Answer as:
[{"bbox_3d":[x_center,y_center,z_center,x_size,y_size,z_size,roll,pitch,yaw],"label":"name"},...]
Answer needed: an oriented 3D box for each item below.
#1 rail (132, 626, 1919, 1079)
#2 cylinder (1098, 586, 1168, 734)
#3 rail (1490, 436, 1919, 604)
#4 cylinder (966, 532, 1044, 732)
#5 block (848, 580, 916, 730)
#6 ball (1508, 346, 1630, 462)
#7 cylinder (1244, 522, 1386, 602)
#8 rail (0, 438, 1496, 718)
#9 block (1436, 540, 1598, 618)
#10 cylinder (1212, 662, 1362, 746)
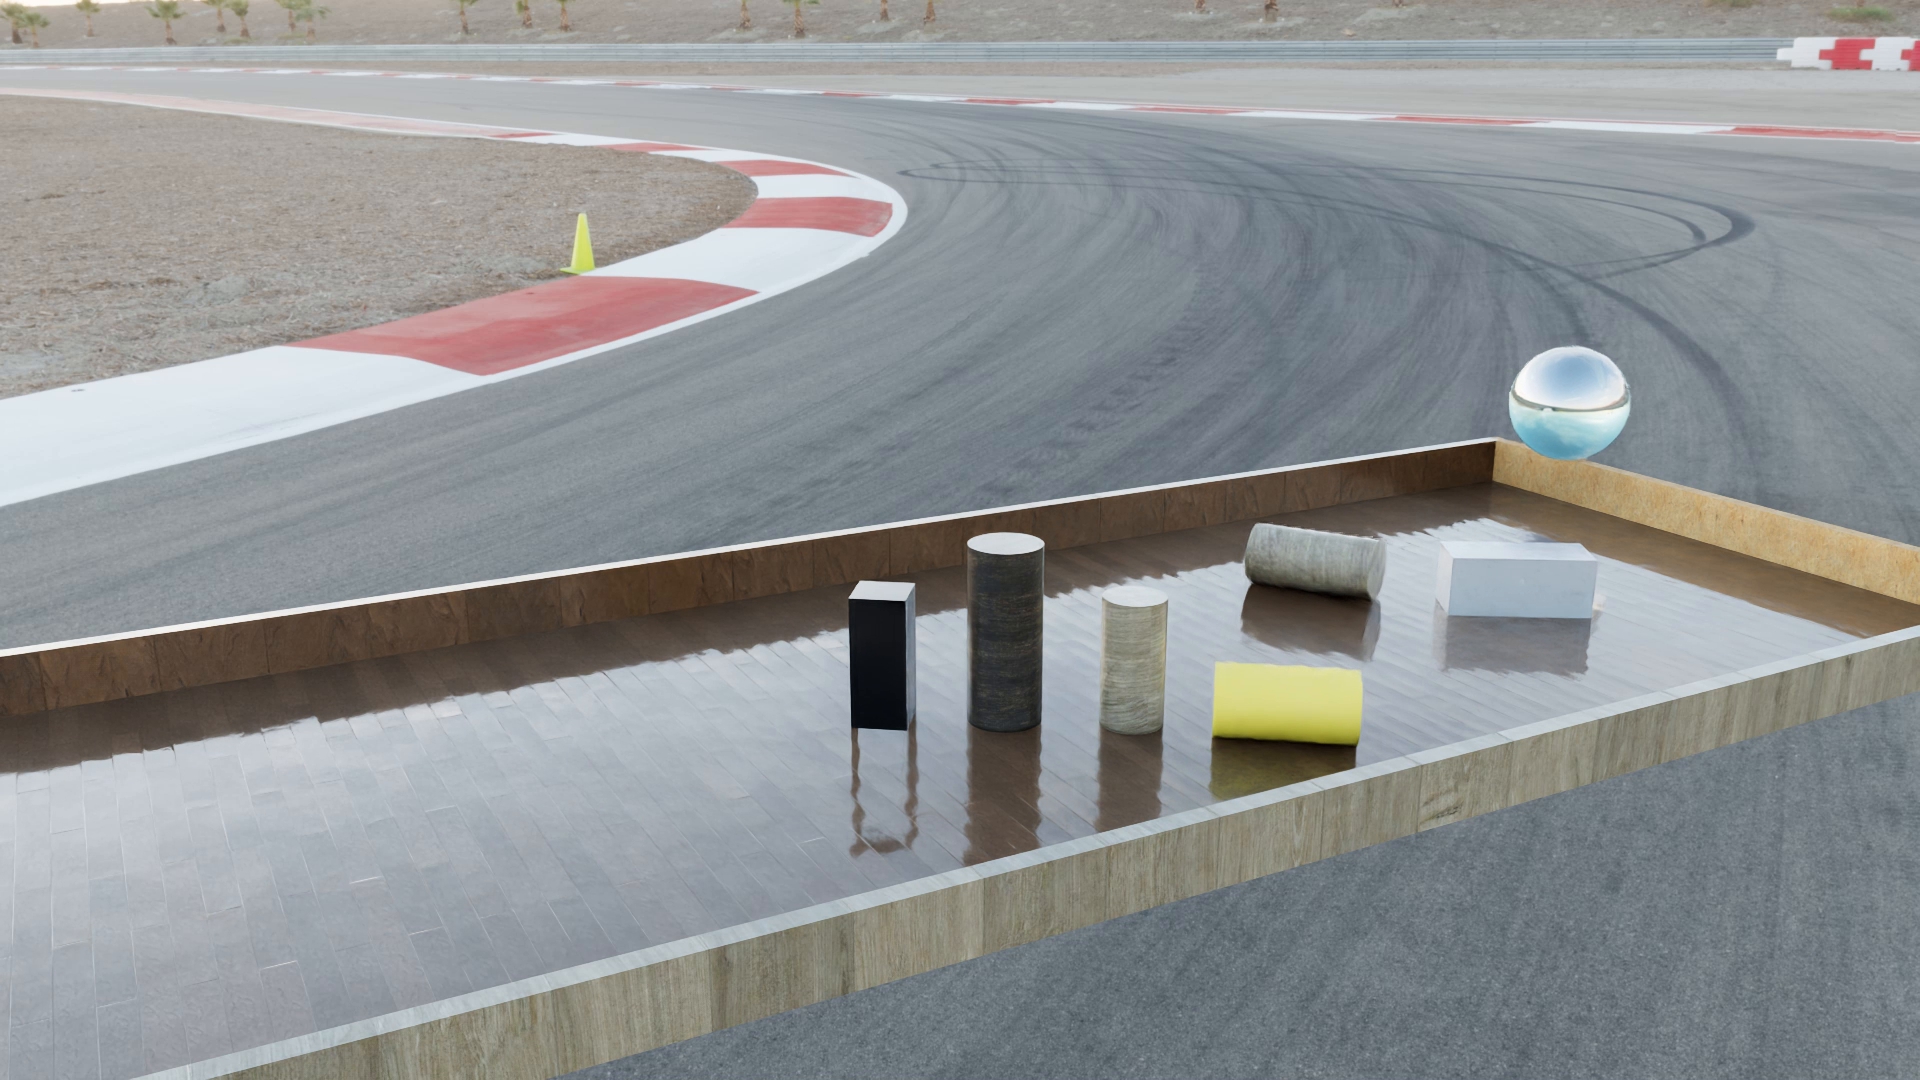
[{"bbox_3d":[-2.336,1.006,1.665,12.000,0.150,0.050,-9,18,-27],"label":"rail"},{"bbox_3d":[0.404,0.280,3.849,0.152,0.313,0.152,0,16,0],"label":"cylinder"},{"bbox_3d":[2.466,-0.048,5.253,0.050,0.150,2.100,-9,18,-27],"label":"rail"},{"bbox_3d":[0.105,0.215,3.854,0.178,0.433,0.178,0,16,0],"label":"cylinder"},{"bbox_3d":[-0.180,0.271,3.868,0.132,0.319,0.132,2,17,8],"label":"block"},{"bbox_3d":[2.114,-0.474,5.730,0.399,0.399,0.399,0,16,0],"label":"ball"},{"bbox_3d":[1.039,0.062,4.826,0.367,0.178,0.178,9,19,29],"label":"cylinder"},{"bbox_3d":[-3.305,0.497,3.399,12.000,0.150,0.050,-9,18,-27],"label":"rail"},{"bbox_3d":[1.574,0.111,4.680,0.395,0.168,0.168,1,16,3],"label":"block"},{"bbox_3d":[0.747,0.373,3.780,0.326,0.172,0.172,3,17,9],"label":"cylinder"}]
